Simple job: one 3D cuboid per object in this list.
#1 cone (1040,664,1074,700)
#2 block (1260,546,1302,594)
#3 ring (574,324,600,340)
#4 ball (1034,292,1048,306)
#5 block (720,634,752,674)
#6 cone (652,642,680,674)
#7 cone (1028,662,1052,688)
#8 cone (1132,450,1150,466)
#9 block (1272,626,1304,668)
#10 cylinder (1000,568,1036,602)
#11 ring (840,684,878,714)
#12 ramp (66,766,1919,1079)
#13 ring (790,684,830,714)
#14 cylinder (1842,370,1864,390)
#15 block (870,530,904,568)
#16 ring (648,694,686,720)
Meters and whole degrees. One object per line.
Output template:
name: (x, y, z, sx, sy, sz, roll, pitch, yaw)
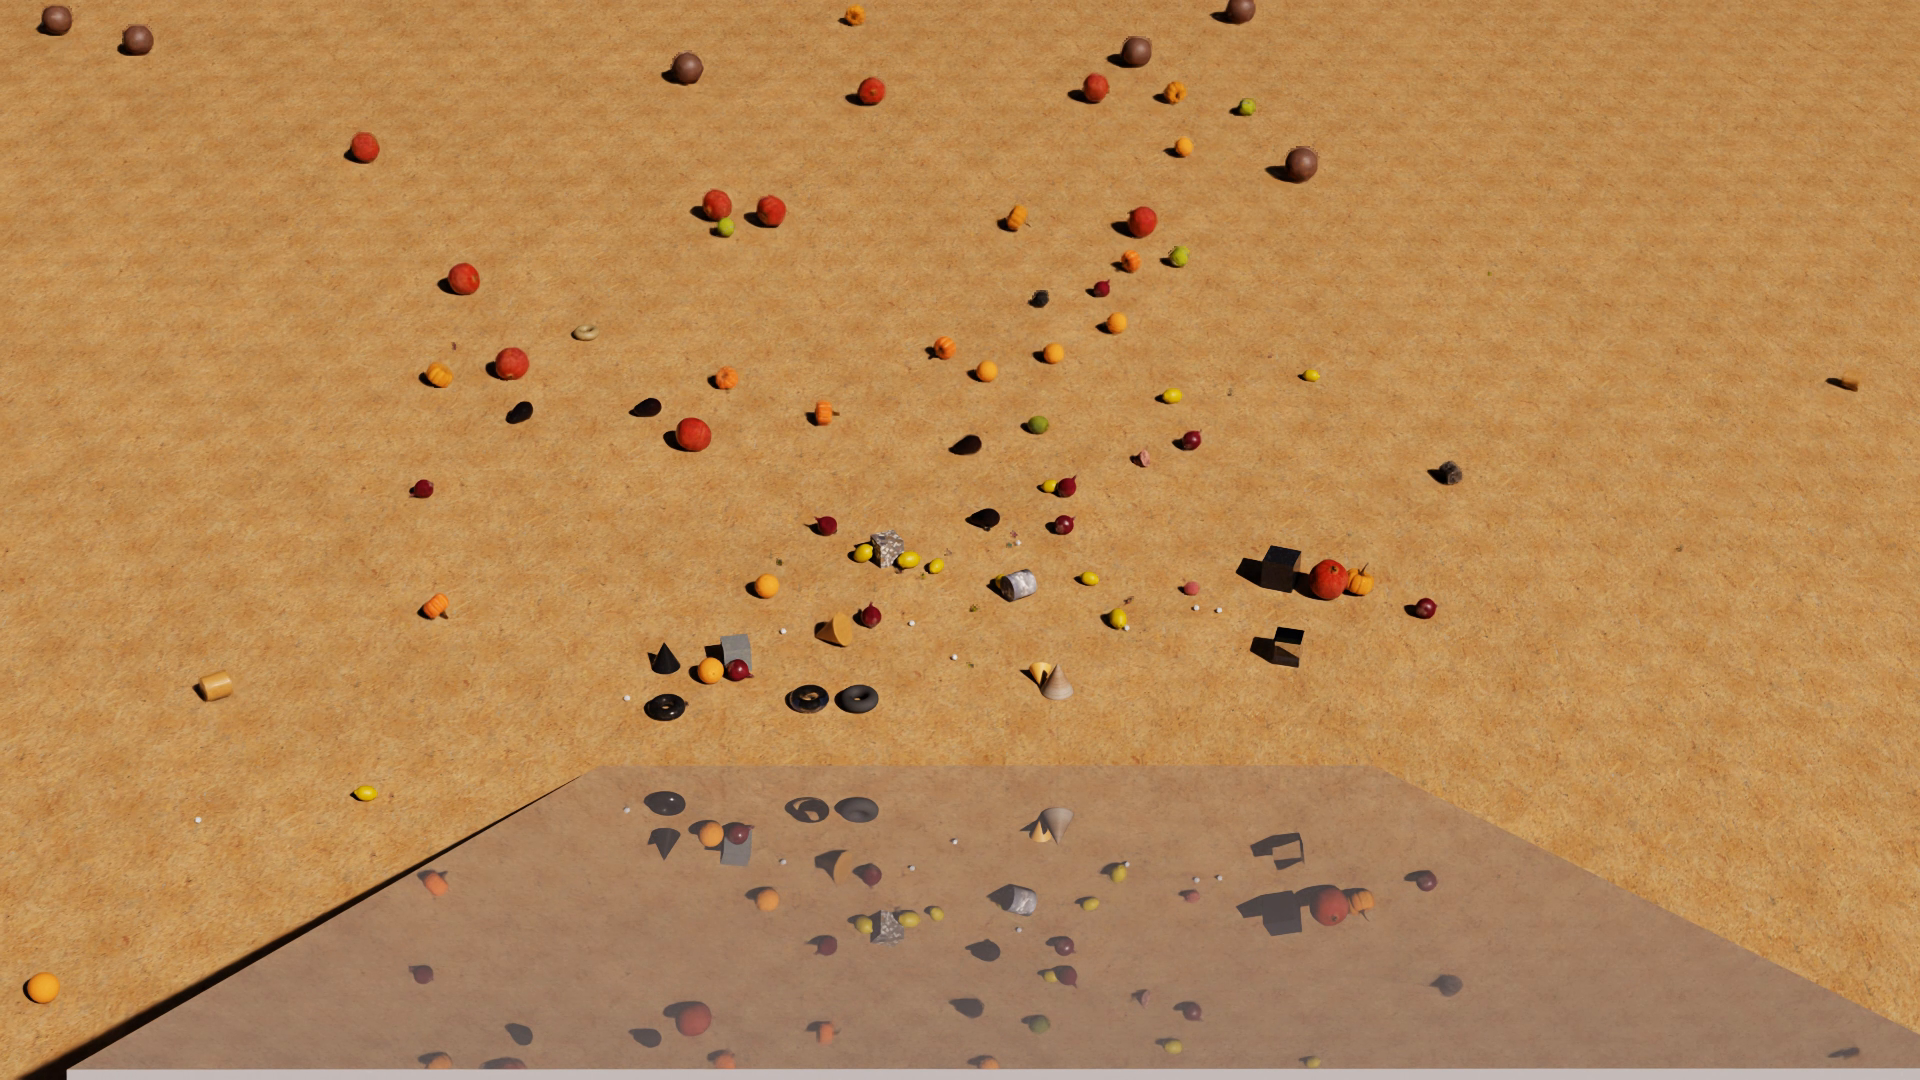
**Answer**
cone: (0.267, 0.375, 7.109, 0.094, 0.094, 0.094, 0, 31, 0)
block: (0.941, 0.086, 7.588, 0.093, 0.093, 0.093, 11, 33, 18)
ring: (-1.293, -0.719, 8.975, 0.090, 0.030, 0.090, -1, 30, 0)
ball: (0.289, -0.852, 9.172, 0.052, 0.052, 0.052, 0, 31, 0)
block: (-0.624, 0.317, 7.223, 0.076, 0.076, 0.076, -6, 32, -10)
cone: (-0.822, 0.318, 7.216, 0.082, 0.082, 0.082, 0, 31, 0)
cone: (0.222, 0.381, 7.163, 0.063, 0.063, 0.063, 0, 58, -1)
cone: (0.565, -0.255, 8.215, 0.056, 0.056, 0.056, -12, 20, 37)
block: (0.918, 0.300, 7.250, 0.077, 0.077, 0.077, 8, 32, 13)
cylinder: (0.170, 0.131, 7.529, 0.077, 0.077, 0.077, -18, 36, -27)
ring: (-0.275, 0.434, 7.070, 0.108, 0.036, 0.108, -1, 33, 0)
ramp: (0.070, 0.616, 4.694, 2.000, 0.100, 4.000, 0, 0, 0)
ring: (-0.411, 0.433, 7.070, 0.108, 0.036, 0.108, -1, 32, 0)
cylinder: (2.978, -0.533, 8.643, 0.055, 0.055, 0.055, 19, 36, 28)
block: (-0.216, 0.027, 7.701, 0.076, 0.076, 0.076, -14, 34, -22)
ring: (-0.796, 0.454, 7.037, 0.102, 0.034, 0.102, 0, 32, 0)
